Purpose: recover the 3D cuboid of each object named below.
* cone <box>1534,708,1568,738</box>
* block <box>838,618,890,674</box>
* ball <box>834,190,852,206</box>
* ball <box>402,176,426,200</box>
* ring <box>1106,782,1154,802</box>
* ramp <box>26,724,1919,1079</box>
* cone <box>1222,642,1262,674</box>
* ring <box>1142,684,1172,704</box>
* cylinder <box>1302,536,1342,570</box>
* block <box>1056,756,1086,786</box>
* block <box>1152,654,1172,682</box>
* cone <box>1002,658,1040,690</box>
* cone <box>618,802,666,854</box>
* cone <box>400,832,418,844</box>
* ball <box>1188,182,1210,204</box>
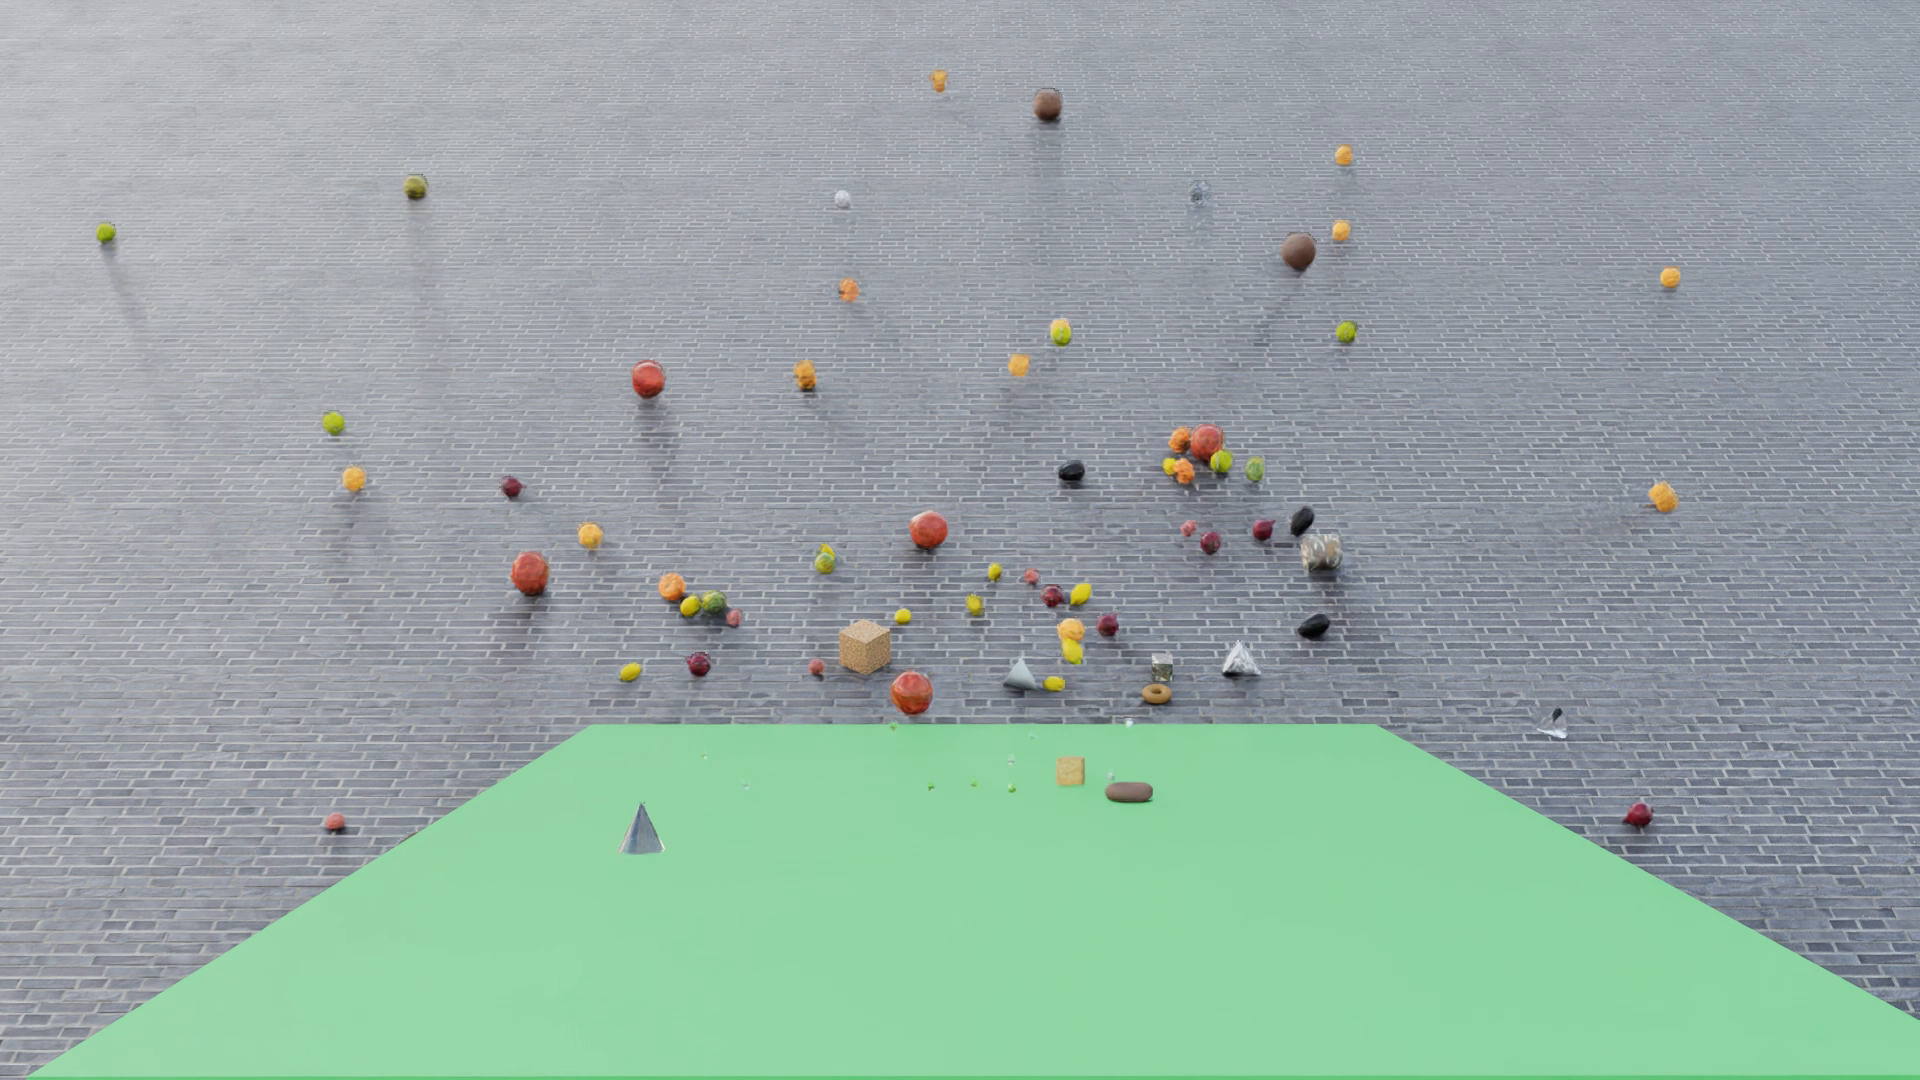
[{"bbox_3d":[1.525,0.484,6.721,0.080,0.080,0.080,-19,9,44],"label":"cone"},{"bbox_3d":[-0.259,0.291,7.028,0.099,0.099,0.099,21,34,35],"label":"block"},{"bbox_3d":[-0.466,-1.358,10.272,0.066,0.066,0.066,0,27,0],"label":"ball"},{"bbox_3d":[-2.185,-1.411,10.344,0.094,0.094,0.094,0,27,0],"label":"ball"},{"bbox_3d":[0.324,0.483,4.948,0.093,0.031,0.093,0,1,0],"label":"ring"},{"bbox_3d":[0.061,0.554,4.591,2.000,0.100,4.000,0,1,0],"label":"ramp"},{"bbox_3d":[0.776,0.341,6.991,0.096,0.096,0.096,29,29,-2],"label":"cone"},{"bbox_3d":[0.524,0.410,6.876,0.080,0.027,0.080,-1,26,0],"label":"ring"},{"bbox_3d":[1.054,0.036,7.525,0.095,0.095,0.095,-4,27,-7],"label":"cylinder"},{"bbox_3d":[0.224,0.467,5.230,0.052,0.052,0.052,0,1,11],"label":"block"},{"bbox_3d":[0.546,0.344,6.974,0.054,0.054,0.054,1,27,2],"label":"block"},{"bbox_3d":[0.177,0.377,6.922,0.092,0.092,0.092,34,35,6],"label":"cone"},{"bbox_3d":[-0.524,0.471,4.245,0.080,0.080,0.080,0,1,0],"label":"cone"},{"bbox_3d":[-1.291,0.758,6.185,0.086,0.086,0.086,-23,61,-37],"label":"cone"},{"bbox_3d":[0.954,-1.380,10.288,0.090,0.090,0.090,0,27,0],"label":"ball"}]
